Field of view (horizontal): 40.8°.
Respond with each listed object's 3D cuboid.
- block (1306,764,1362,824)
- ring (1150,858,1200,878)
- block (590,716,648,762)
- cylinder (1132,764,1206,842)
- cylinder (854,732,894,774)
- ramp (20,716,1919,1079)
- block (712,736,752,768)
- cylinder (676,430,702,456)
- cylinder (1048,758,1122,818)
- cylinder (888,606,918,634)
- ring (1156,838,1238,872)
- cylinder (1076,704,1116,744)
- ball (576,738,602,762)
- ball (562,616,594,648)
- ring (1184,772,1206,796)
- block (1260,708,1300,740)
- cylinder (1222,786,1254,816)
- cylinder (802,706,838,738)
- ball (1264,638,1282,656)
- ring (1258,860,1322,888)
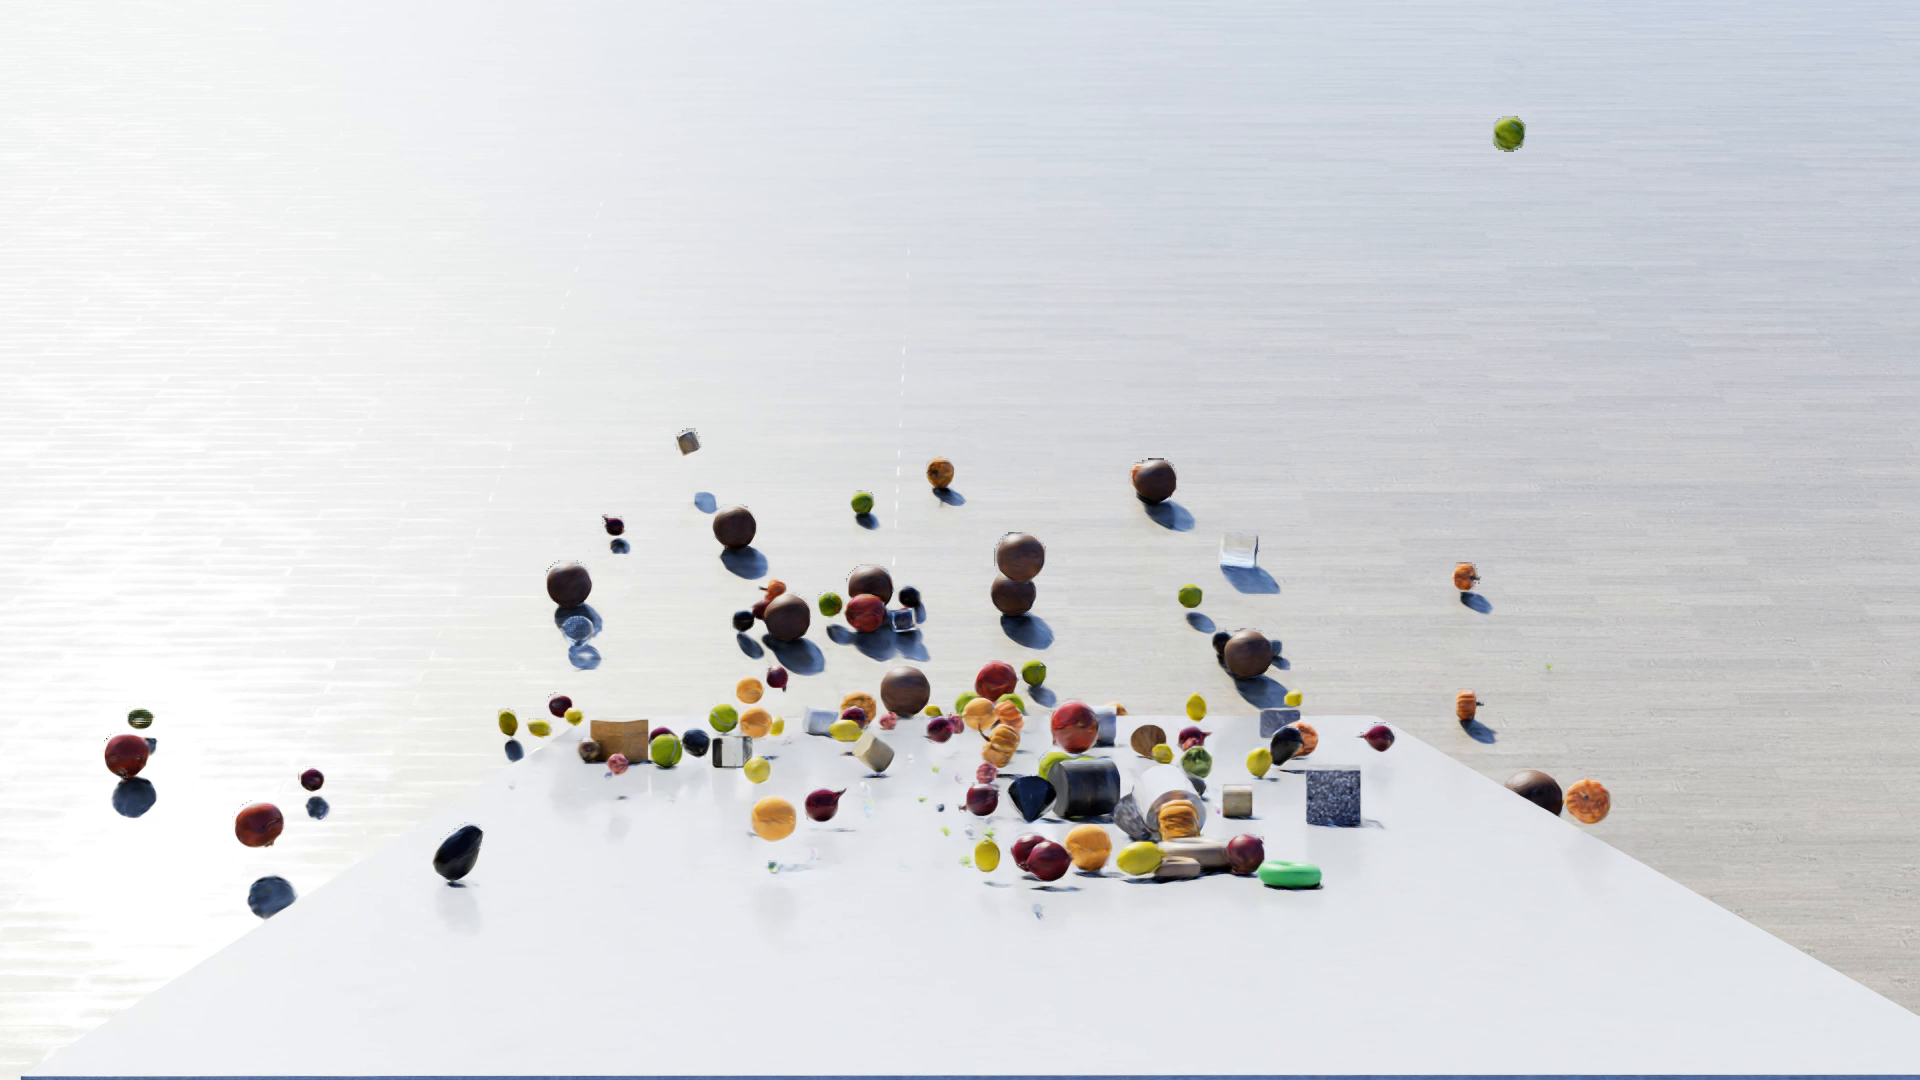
[{"bbox_3d":[0.653,0.445,4.516,0.094,0.094,0.094,0,1,7],"label":"block"},{"bbox_3d":[0.323,0.493,3.880,0.077,0.026,0.077,1,1,0],"label":"ring"},{"bbox_3d":[-0.728,0.427,5.518,0.087,0.087,0.087,1,1,33],"label":"block"},{"bbox_3d":[0.340,0.430,4.192,0.098,0.098,0.098,-4,20,-9],"label":"cylinder"},{"bbox_3d":[-0.175,0.432,5.236,0.060,0.060,0.060,-39,26,23],"label":"cylinder"},{"bbox_3d":[0.060,0.541,4.577,2.000,0.100,4.000,0,1,0],"label":"ramp"},{"bbox_3d":[-0.476,0.443,5.393,0.061,0.061,0.061,1,2,35],"label":"block"},{"bbox_3d":[-0.845,-0.302,8.019,0.063,0.063,0.063,-23,7,3],"label":"cylinder"},{"bbox_3d":[0.220,0.439,4.569,0.099,0.099,0.099,-1,25,-20],"label":"cylinder"},{"bbox_3d":[-0.155,0.221,7.112,0.059,0.059,0.059,-23,15,30],"label":"cylinder"},{"bbox_3d":[0.364,0.483,3.969,0.126,0.042,0.126,-1,0,0],"label":"ring"},{"bbox_3d":[0.309,0.417,5.850,0.085,0.085,0.085,3,26,-1],"label":"cylinder"},{"bbox_3d":[-0.787,0.446,5.474,0.051,0.051,0.051,0,26,0],"label":"ball"},{"bbox_3d":[-1.048,0.250,7.078,0.088,0.088,0.088,0,26,0],"label":"ball"},{"bbox_3d":[0.410,0.459,4.851,0.106,0.035,0.106,8,-15,2],"label":"ring"},{"bbox_3d":[0.745,0.426,6.008,0.066,0.066,0.066,-1,2,-36],"label":"block"},{"bbox_3d":[0.492,0.463,4.579,0.052,0.052,0.052,-3,26,10],"label":"cylinder"},{"bbox_3d":[-0.325,0.422,5.993,0.066,0.066,0.066,8,23,-17],"label":"cylinder"},{"bbox_3d":[0.854,0.292,7.033,0.051,0.051,0.051,0,26,0],"label":"ball"},{"bbox_3d":[0.486,0.492,3.796,0.094,0.031,0.094,4,0,0],"label":"ring"}]
